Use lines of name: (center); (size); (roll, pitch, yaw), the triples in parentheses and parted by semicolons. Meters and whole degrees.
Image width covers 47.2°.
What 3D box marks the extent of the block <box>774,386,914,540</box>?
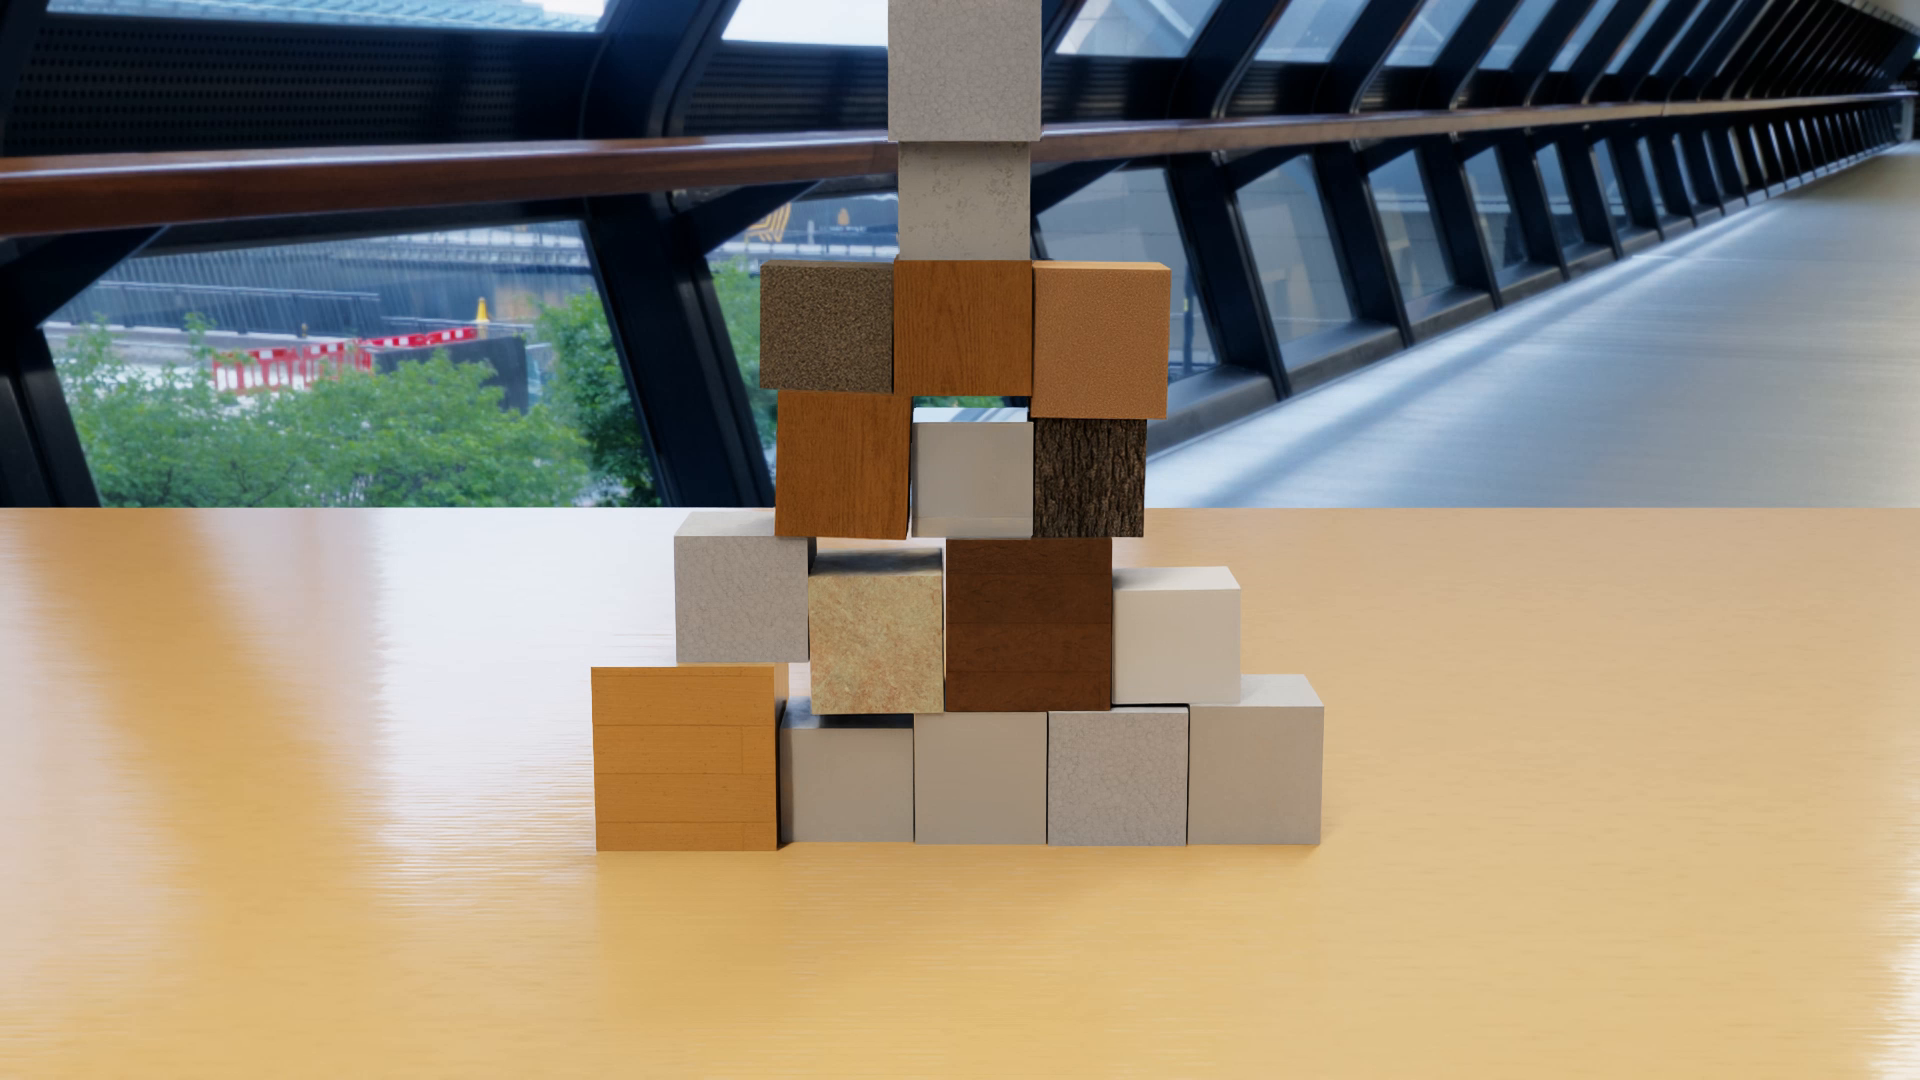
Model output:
block: (-0.573, -0.425, 11.090); (0.646, 0.705, 0.758); (2, 10, 0)

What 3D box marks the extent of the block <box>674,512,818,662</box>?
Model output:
block: (-1.079, 0.229, 11.215); (0.658, 0.639, 0.726); (0, 10, 0)

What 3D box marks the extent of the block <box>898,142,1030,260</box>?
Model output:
block: (0.022, -1.686, 10.883); (0.633, 0.566, 0.638); (0, 10, 0)

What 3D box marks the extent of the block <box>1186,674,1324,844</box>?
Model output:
block: (1.484, 1.124, 11.371); (0.671, 0.720, 0.668); (0, 10, 0)

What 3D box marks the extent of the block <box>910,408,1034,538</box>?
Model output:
block: (0.059, -0.346, 11.110); (0.602, 0.576, 0.582); (0, 10, 0)

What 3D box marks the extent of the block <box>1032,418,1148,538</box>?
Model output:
block: (0.639, -0.358, 11.116); (0.549, 0.594, 0.566); (1, 10, 0)

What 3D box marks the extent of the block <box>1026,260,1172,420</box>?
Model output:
block: (0.684, -1.011, 11.014); (0.665, 0.729, 0.650); (1, 10, 0)

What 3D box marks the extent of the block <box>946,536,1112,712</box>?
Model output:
block: (0.339, 0.362, 11.256); (0.822, 0.870, 0.735); (0, 10, 0)

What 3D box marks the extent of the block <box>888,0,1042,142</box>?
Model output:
block: (0.022, -2.306, 10.742); (0.725, 0.703, 0.730); (0, 10, 0)

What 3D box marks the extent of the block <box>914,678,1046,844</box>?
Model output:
block: (0.104, 1.136, 11.384); (0.659, 0.691, 0.697); (0, 10, 0)

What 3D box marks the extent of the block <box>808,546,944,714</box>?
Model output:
block: (-0.416, 0.453, 11.280); (0.659, 0.696, 0.777); (-1, 10, 0)

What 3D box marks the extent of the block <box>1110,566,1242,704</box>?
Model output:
block: (1.079, 0.481, 11.274); (0.648, 0.582, 0.584); (-1, 10, 0)

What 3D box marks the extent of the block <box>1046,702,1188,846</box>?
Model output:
block: (0.791, 1.134, 11.383); (0.695, 0.695, 0.750); (0, 10, 0)

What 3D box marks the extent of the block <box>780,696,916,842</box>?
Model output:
block: (-0.571, 1.180, 11.415); (0.671, 0.593, 0.654); (0, 10, 0)

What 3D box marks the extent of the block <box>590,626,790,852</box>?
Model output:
block: (-1.368, 1.008, 11.367); (0.903, 0.949, 0.920); (0, 10, 0)

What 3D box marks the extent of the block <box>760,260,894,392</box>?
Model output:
block: (-0.652, -1.078, 10.999); (0.647, 0.602, 0.544); (2, 10, 0)

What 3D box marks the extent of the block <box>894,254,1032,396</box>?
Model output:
block: (0.014, -1.087, 10.990); (0.669, 0.652, 0.722); (0, 10, 0)
